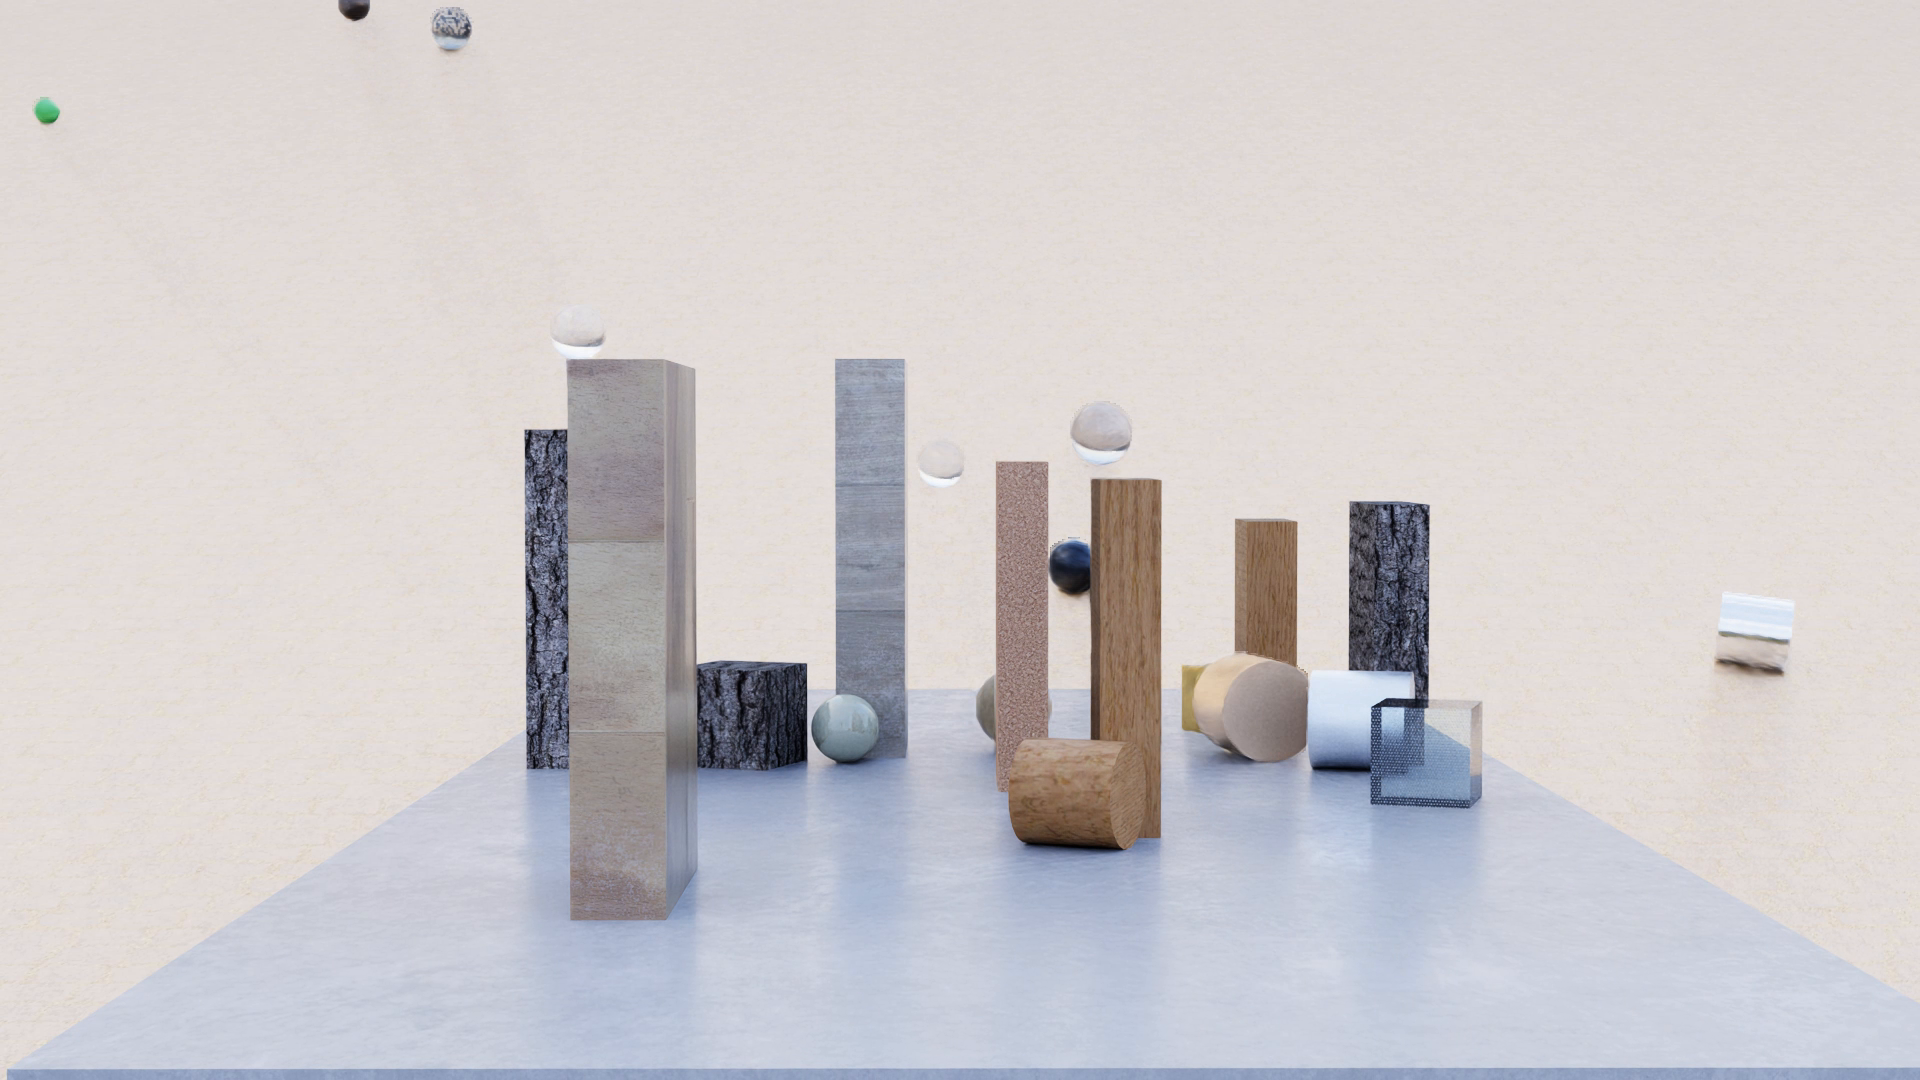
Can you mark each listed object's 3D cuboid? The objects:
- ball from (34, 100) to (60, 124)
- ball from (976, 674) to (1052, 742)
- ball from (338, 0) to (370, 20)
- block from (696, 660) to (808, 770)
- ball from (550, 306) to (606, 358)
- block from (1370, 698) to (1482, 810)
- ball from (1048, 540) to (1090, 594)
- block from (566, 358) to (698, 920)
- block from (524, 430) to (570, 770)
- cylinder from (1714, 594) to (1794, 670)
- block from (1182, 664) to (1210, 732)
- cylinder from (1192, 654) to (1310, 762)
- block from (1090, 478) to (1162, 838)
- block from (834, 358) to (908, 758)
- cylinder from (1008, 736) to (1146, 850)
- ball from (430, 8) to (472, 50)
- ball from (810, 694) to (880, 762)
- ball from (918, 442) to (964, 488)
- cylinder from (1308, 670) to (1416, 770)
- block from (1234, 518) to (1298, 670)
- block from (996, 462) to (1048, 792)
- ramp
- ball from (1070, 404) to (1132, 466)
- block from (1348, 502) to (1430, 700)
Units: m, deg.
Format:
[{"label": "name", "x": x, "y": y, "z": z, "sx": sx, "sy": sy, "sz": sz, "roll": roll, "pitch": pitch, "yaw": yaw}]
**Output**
[{"label": "ball", "x": -4.221, "y": -1.982, "z": 11.909, "sx": 0.112, "sy": 0.112, "sz": 0.112, "roll": 0, "pitch": 24, "yaw": 0}, {"label": "ball", "x": 0.110, "y": 0.344, "z": 5.297, "sx": 0.158, "sy": 0.158, "sz": 0.158, "roll": 0, "pitch": 24, "yaw": 0}, {"label": "ball", "x": -3.256, "y": -2.880, "z": 13.841, "sx": 0.173, "sy": 0.173, "sz": 0.173, "roll": 0, "pitch": 24, "yaw": 0}, {"label": "block", "x": -0.423, "y": 0.339, "z": 5.009, "sx": 0.190, "sy": 0.190, "sz": 0.190, "roll": 1, "pitch": 2, "yaw": 22}, {"label": "ball", "x": -1.333, "y": -0.722, "z": 8.993, "sx": 0.194, "sy": 0.194, "sz": 0.194, "roll": 0, "pitch": 24, "yaw": 0}, {"label": "block", "x": 0.811, "y": 0.368, "z": 4.471, "sx": 0.168, "sy": 0.168, "sz": 0.168, "roll": 1, "pitch": 2, "yaw": 18}, {"label": "ball", "x": 0.322, "y": 0.075, "z": 7.262, "sx": 0.152, "sy": 0.152, "sz": 0.152, "roll": 0, "pitch": 24, "yaw": 0}, {"label": "block", "x": -0.444, "y": 0.123, "z": 3.535, "sx": 0.124, "sy": 0.727, "sz": 0.410, "roll": 0, "pitch": 2, "yaw": 0}, {"label": "block", "x": -0.777, "y": 0.107, "z": 5.079, "sx": 0.103, "sy": 0.648, "sz": 0.347, "roll": 0, "pitch": 2, "yaw": 0}, {"label": "cylinder", "x": 2.111, "y": 0.244, "z": 6.847, "sx": 0.183, "sy": 0.183, "sz": 0.183, "roll": 8, "pitch": 25, "yaw": 16}, {"label": "block", "x": 0.579, "y": 0.343, "z": 5.570, "sx": 0.140, "sy": 0.140, "sz": 0.140, "roll": -1, "pitch": 2, "yaw": -32}, {"label": "cylinder", "x": 0.585, "y": 0.331, "z": 5.109, "sx": 0.198, "sy": 0.198, "sz": 0.198, "roll": -5, "pitch": 3, "yaw": -12}, {"label": "block", "x": 0.267, "y": 0.182, "z": 4.173, "sx": 0.096, "sy": 0.562, "sz": 0.276, "roll": 0, "pitch": 2, "yaw": 0}, {"label": "block", "x": -0.177, "y": 0.032, "z": 5.226, "sx": 0.137, "sy": 0.788, "sz": 0.299, "roll": 0, "pitch": 2, "yaw": 0}, {"label": "cylinder", "x": 0.182, "y": 0.389, "z": 3.969, "sx": 0.164, "sy": 0.164, "sz": 0.164, "roll": 1, "pitch": 23, "yaw": 23}, {"label": "ball", "x": -2.612, "y": -2.625, "z": 13.230, "sx": 0.207, "sy": 0.207, "sz": 0.207, "roll": 0, "pitch": 24, "yaw": 0}, {"label": "ball", "x": -0.224, "y": 0.367, "z": 5.021, "sx": 0.133, "sy": 0.133, "sz": 0.133, "roll": 0, "pitch": 24, "yaw": 0}, {"label": "ball", "x": -0.059, "y": -0.233, "z": 7.961, "sx": 0.144, "sy": 0.144, "sz": 0.144, "roll": 0, "pitch": 24, "yaw": 0}, {"label": "cylinder", "x": 0.767, "y": 0.343, "z": 4.913, "sx": 0.187, "sy": 0.187, "sz": 0.187, "roll": 0, "pitch": 24, "yaw": 14}, {"label": "block", "x": 0.697, "y": 0.178, "z": 5.881, "sx": 0.113, "sy": 0.448, "sz": 0.250, "roll": 0, "pitch": 2, "yaw": 0}, {"label": "block", "x": 0.112, "y": 0.150, "z": 4.709, "sx": 0.090, "sy": 0.588, "sz": 0.261, "roll": 0, "pitch": 2, "yaw": 0}, {"label": "ramp", "x": 0.055, "y": 0.500, "z": 4.546, "sx": 2.000, "sy": 0.100, "sz": 4.000, "roll": 0, "pitch": 2, "yaw": 0}, {"label": "ball", "x": 0.446, "y": -0.334, "z": 8.124, "sx": 0.195, "sy": 0.195, "sz": 0.195, "roll": 0, "pitch": 24, "yaw": 0}, {"label": "block", "x": 0.856, "y": 0.177, "z": 5.155, "sx": 0.107, "sy": 0.502, "sz": 0.322, "roll": 0, "pitch": 2, "yaw": 0}]
